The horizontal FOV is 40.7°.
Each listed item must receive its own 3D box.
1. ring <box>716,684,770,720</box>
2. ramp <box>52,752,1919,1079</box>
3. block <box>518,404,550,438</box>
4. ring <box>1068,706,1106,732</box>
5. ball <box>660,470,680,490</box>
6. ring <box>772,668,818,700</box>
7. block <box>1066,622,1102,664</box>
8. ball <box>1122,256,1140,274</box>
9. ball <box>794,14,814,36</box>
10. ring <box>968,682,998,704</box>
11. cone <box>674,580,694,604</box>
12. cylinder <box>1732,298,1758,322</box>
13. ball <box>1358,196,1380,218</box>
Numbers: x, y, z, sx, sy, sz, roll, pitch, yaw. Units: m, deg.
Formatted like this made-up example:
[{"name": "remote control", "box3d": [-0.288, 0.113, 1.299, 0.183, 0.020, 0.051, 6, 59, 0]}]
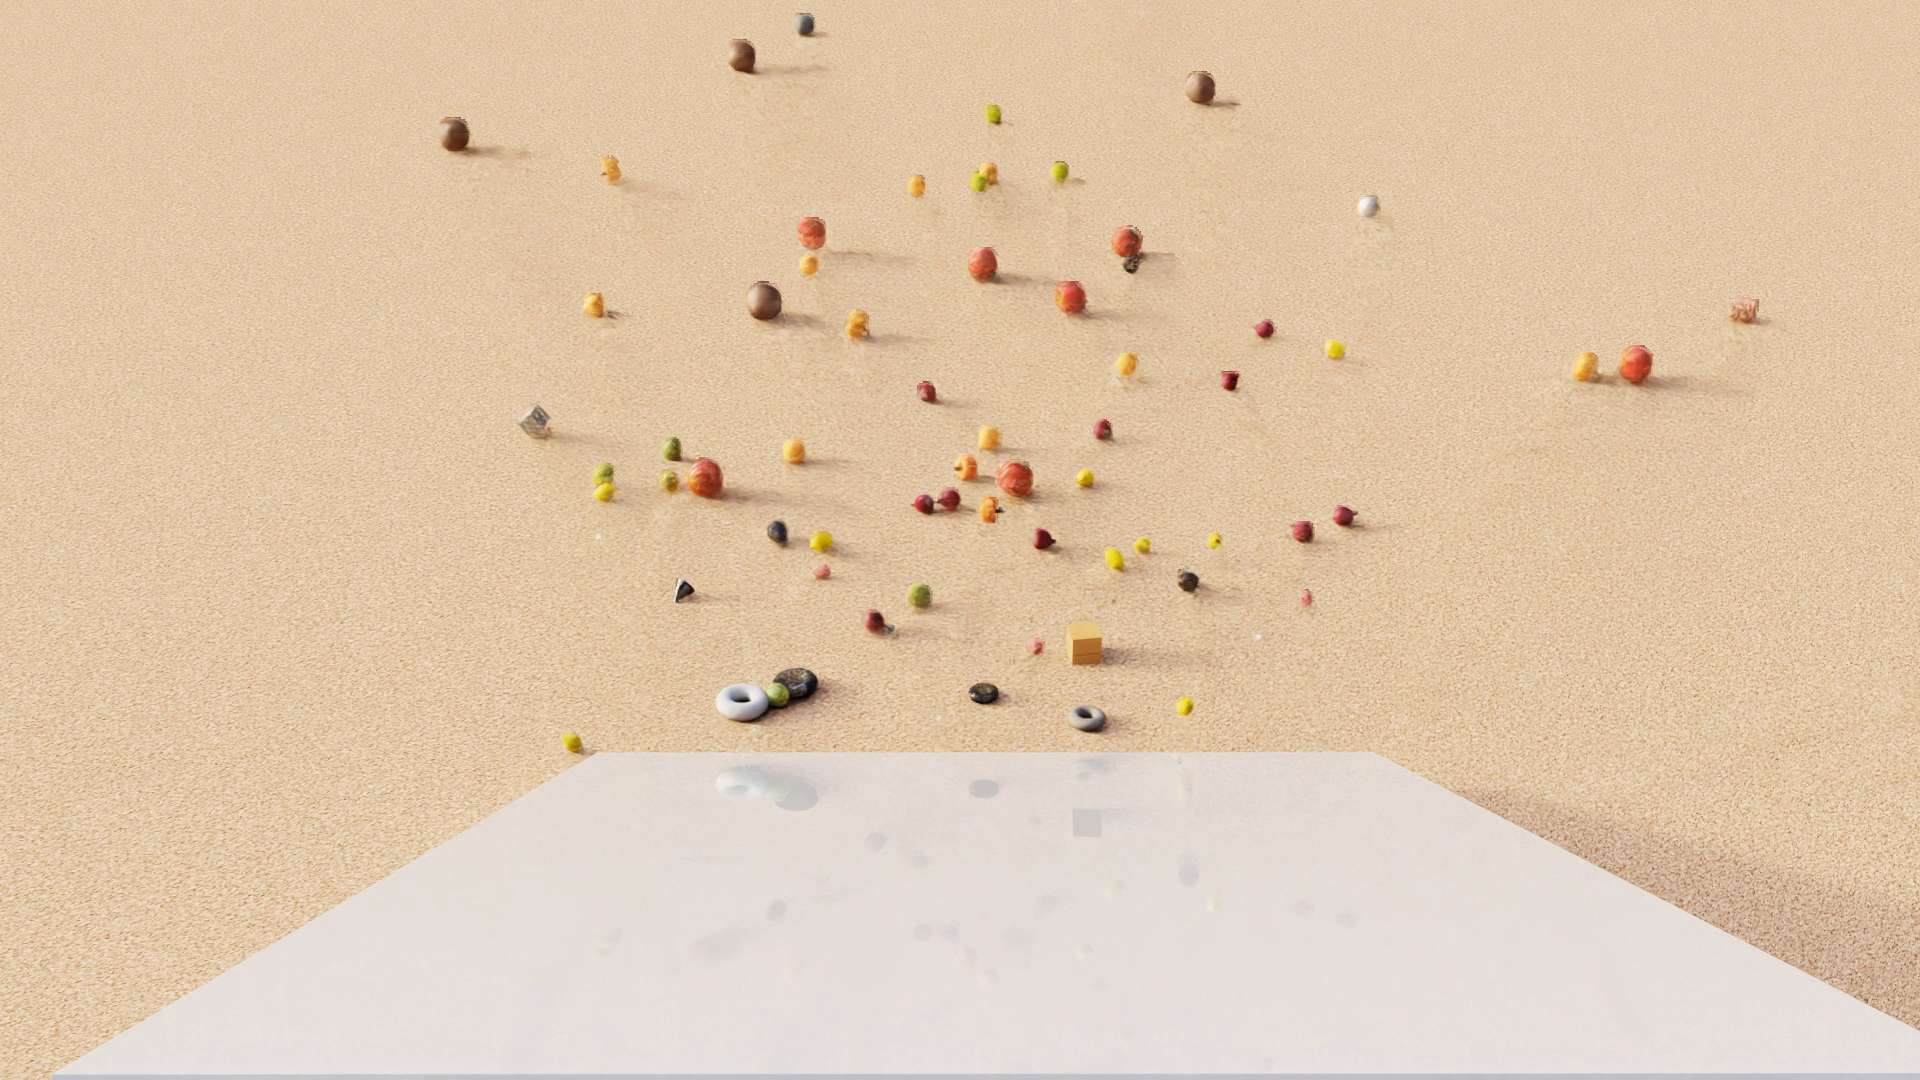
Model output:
[{"name": "ring", "box3d": [-0.586, 0.437, 6.971, 0.144, 0.048, 0.144, 1, 30, -1]}, {"name": "ramp", "box3d": [0.067, 0.597, 4.654, 2.000, 0.100, 4.000, 0, 0, 0]}, {"name": "block", "box3d": [-1.373, -0.383, 8.342, 0.063, 0.063, 0.063, -33, 21, 35]}, {"name": "ring", "box3d": [0.339, 0.476, 6.917, 0.101, 0.034, 0.101, 1, 29, -1]}, {"name": "ball", "box3d": [-0.903, -0.187, 8.043, 0.059, 0.059, 0.059, 0, 30, 0]}, {"name": "ring", "box3d": [-0.449, 0.391, 7.057, 0.125, 0.042, 0.125, -1, 31, 0]}, {"name": "block", "box3d": [0.344, 0.288, 7.196, 0.082, 0.082, 0.082, -5, 30, -9]}, {"name": "ball", "box3d": [0.627, -1.008, 9.464, 0.066, 0.066, 0.066, 0, 30, 0]}, {"name": "ball", "box3d": [-0.708, -2.339, 11.749, 0.095, 0.095, 0.095, 0, 30, 0]}, {"name": "ring", "box3d": [0.064, 0.416, 7.028, 0.083, 0.028, 0.083, -1, 30, 1]}, {"name": "cone", "box3d": [-0.811, 0.158, 7.473, 0.065, 0.065, 0.065, 14, 60, 23]}, {"name": "cylinder", "box3d": [2.761, -0.810, 9.108, 0.072, 0.072, 0.072, 13, 33, 22]}, {"name": "ball", "box3d": [1.565, -1.275, 9.911, 0.083, 0.083, 0.083, 0, 30, 0]}]
